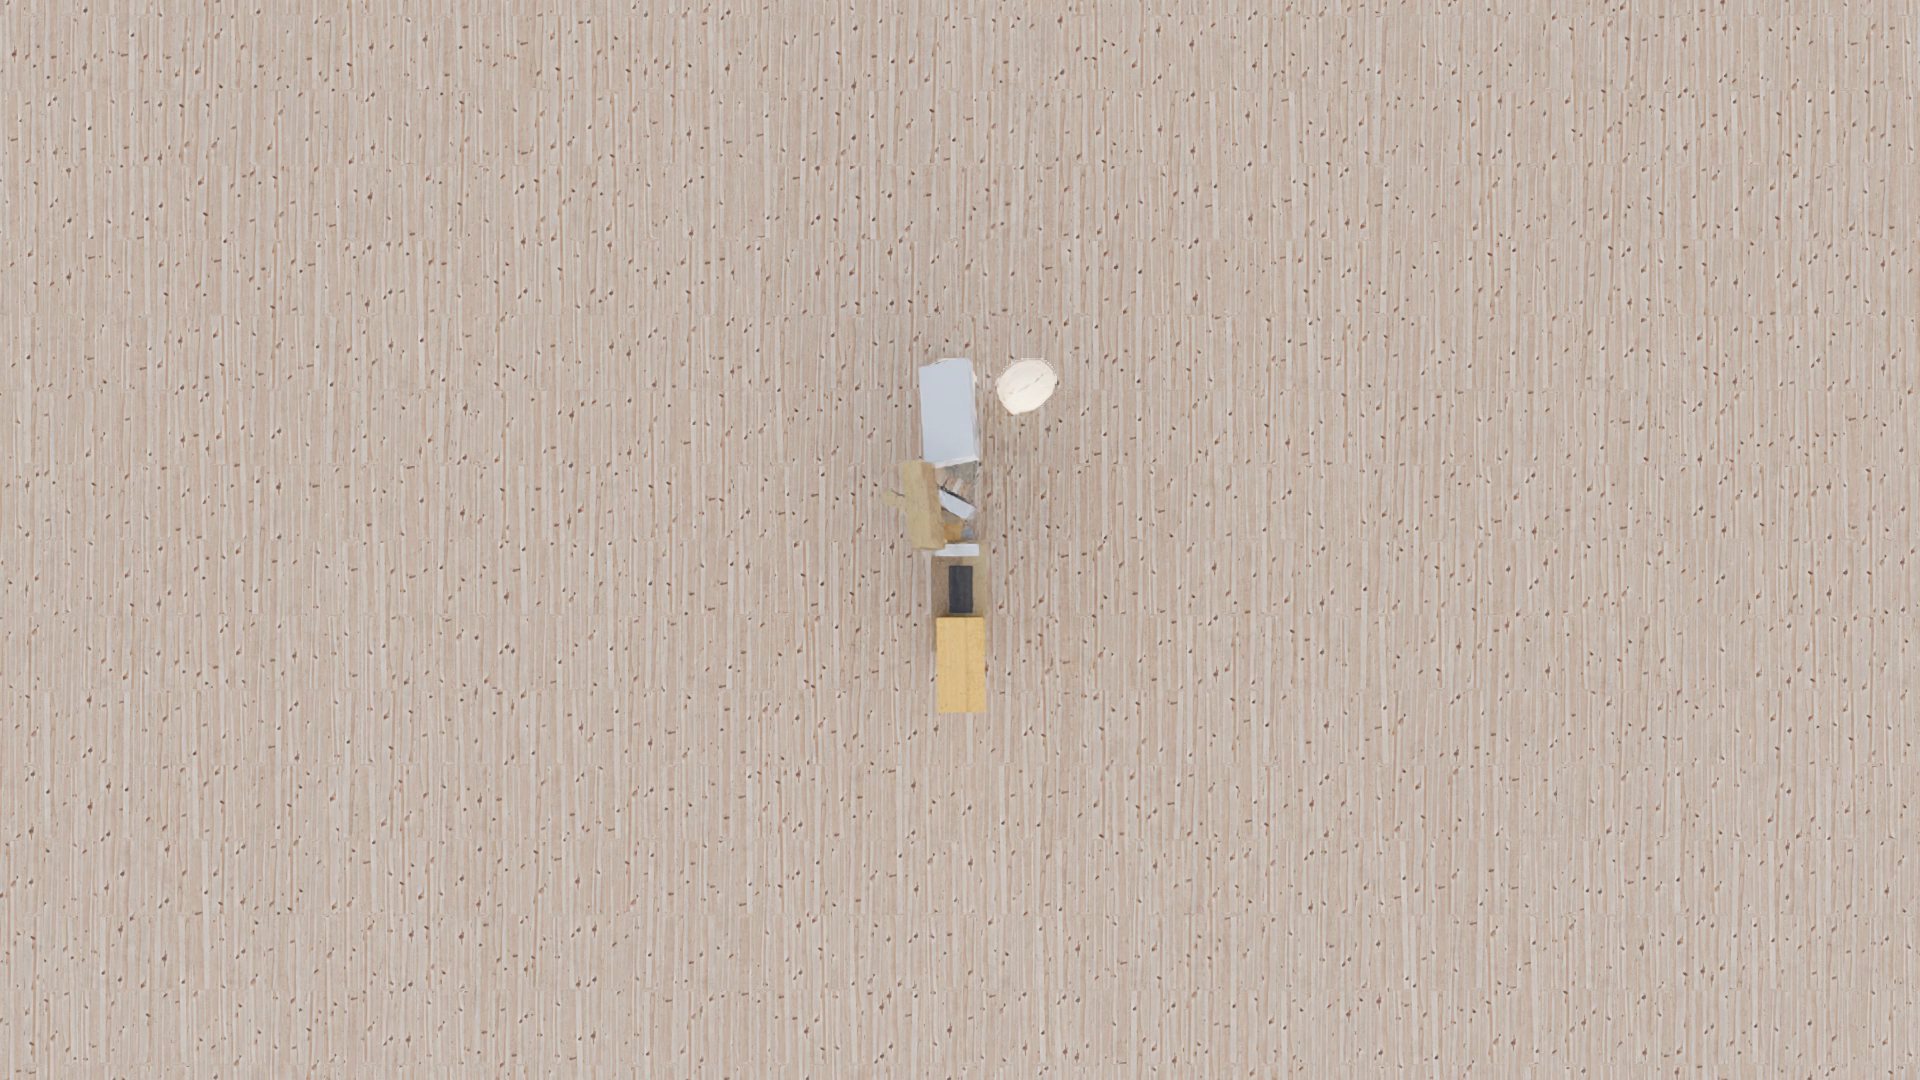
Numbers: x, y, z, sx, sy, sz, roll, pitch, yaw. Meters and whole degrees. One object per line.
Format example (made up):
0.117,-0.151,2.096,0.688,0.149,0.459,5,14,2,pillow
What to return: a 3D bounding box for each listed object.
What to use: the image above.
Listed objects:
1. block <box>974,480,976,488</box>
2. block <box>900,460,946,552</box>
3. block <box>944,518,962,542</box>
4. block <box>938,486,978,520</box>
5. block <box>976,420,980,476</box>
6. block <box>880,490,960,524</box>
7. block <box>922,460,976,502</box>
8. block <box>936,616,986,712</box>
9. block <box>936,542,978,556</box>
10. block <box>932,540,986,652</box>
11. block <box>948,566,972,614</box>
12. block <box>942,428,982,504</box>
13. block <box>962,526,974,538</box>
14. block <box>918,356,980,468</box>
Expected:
-0.009,-0.204,5.375,0.124,0.247,0.035,1,106,1,block
-0.106,-0.098,4.760,0.036,0.127,0.254,-13,80,32,block
-0.041,-0.063,5.290,0.096,0.027,0.192,3,92,9,block
-0.031,-0.118,5.057,0.157,0.314,0.044,28,92,3,block
0.000,-0.304,5.397,0.124,0.248,0.035,0,133,0,block
-0.115,-0.099,5.068,0.127,0.425,0.036,23,94,15,block
-0.041,-0.180,5.055,0.157,0.314,0.044,28,91,5,block
0.003,0.363,4.814,0.138,0.039,0.276,-1,90,0,block
-0.009,0.028,4.982,0.127,0.254,0.036,-2,90,1,block
-0.003,0.174,5.134,0.171,0.048,0.342,0,90,0,block
0.002,0.148,4.957,0.071,0.020,0.142,0,90,0,block
-0.009,-0.236,5.232,0.124,0.035,0.248,7,91,1,block
-0.005,-0.025,5.403,0.096,0.192,0.027,-1,94,1,block
-0.033,-0.377,4.900,0.157,0.044,0.314,-11,70,19,block
